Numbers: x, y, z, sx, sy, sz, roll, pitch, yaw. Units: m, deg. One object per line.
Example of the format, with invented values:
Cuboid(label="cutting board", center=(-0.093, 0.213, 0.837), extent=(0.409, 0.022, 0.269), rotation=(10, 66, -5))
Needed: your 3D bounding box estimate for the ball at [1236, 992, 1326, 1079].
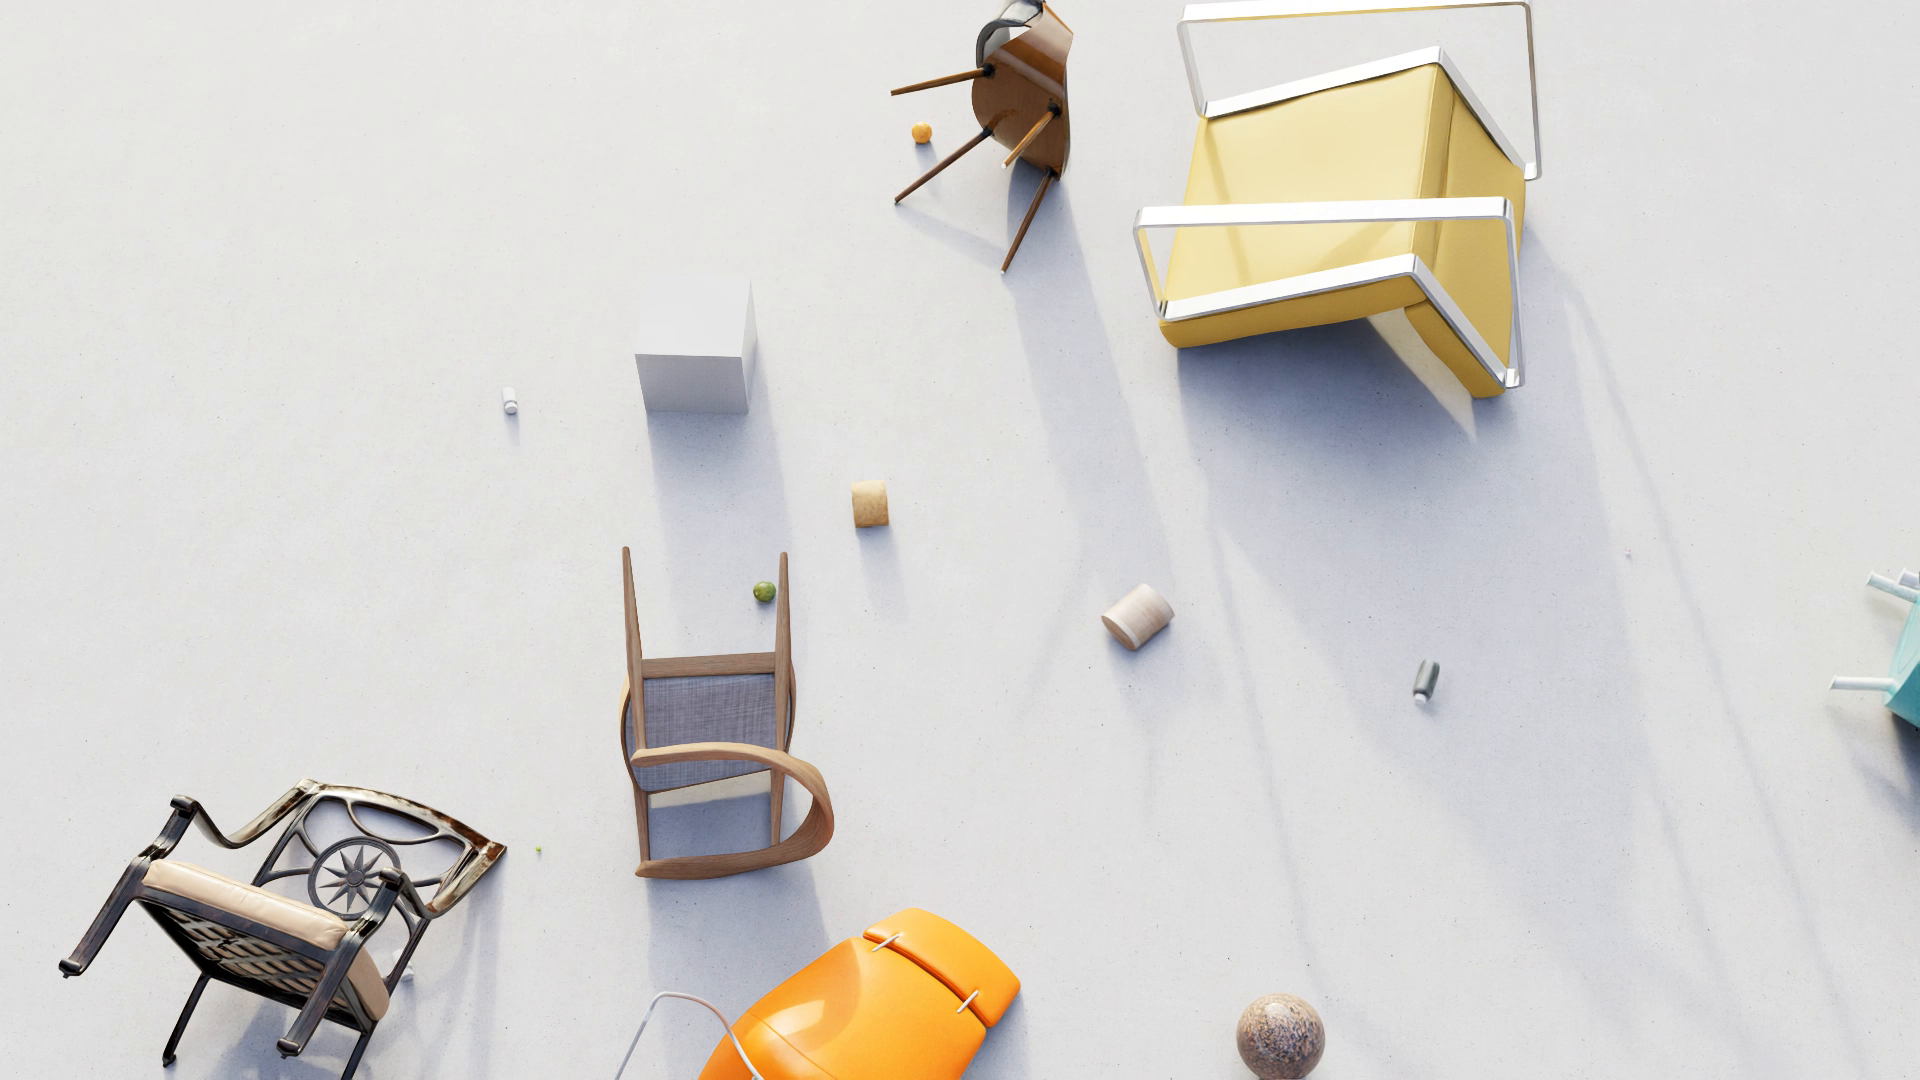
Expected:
Cuboid(label="ball", center=(0.815, 1.265, 5.589), extent=(0.227, 0.227, 0.227), rotation=(0, 56, 0))

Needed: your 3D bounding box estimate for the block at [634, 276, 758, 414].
Cuboid(label="block", center=(-0.812, -0.606, 6.812), extent=(0.322, 0.280, 0.310), rotation=(2, 56, 1))

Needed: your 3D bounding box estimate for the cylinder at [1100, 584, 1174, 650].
Cuboid(label="cylinder", center=(0.515, 0.222, 6.376), extent=(0.163, 0.081, 0.142), rotation=(-38, 68, -22))
